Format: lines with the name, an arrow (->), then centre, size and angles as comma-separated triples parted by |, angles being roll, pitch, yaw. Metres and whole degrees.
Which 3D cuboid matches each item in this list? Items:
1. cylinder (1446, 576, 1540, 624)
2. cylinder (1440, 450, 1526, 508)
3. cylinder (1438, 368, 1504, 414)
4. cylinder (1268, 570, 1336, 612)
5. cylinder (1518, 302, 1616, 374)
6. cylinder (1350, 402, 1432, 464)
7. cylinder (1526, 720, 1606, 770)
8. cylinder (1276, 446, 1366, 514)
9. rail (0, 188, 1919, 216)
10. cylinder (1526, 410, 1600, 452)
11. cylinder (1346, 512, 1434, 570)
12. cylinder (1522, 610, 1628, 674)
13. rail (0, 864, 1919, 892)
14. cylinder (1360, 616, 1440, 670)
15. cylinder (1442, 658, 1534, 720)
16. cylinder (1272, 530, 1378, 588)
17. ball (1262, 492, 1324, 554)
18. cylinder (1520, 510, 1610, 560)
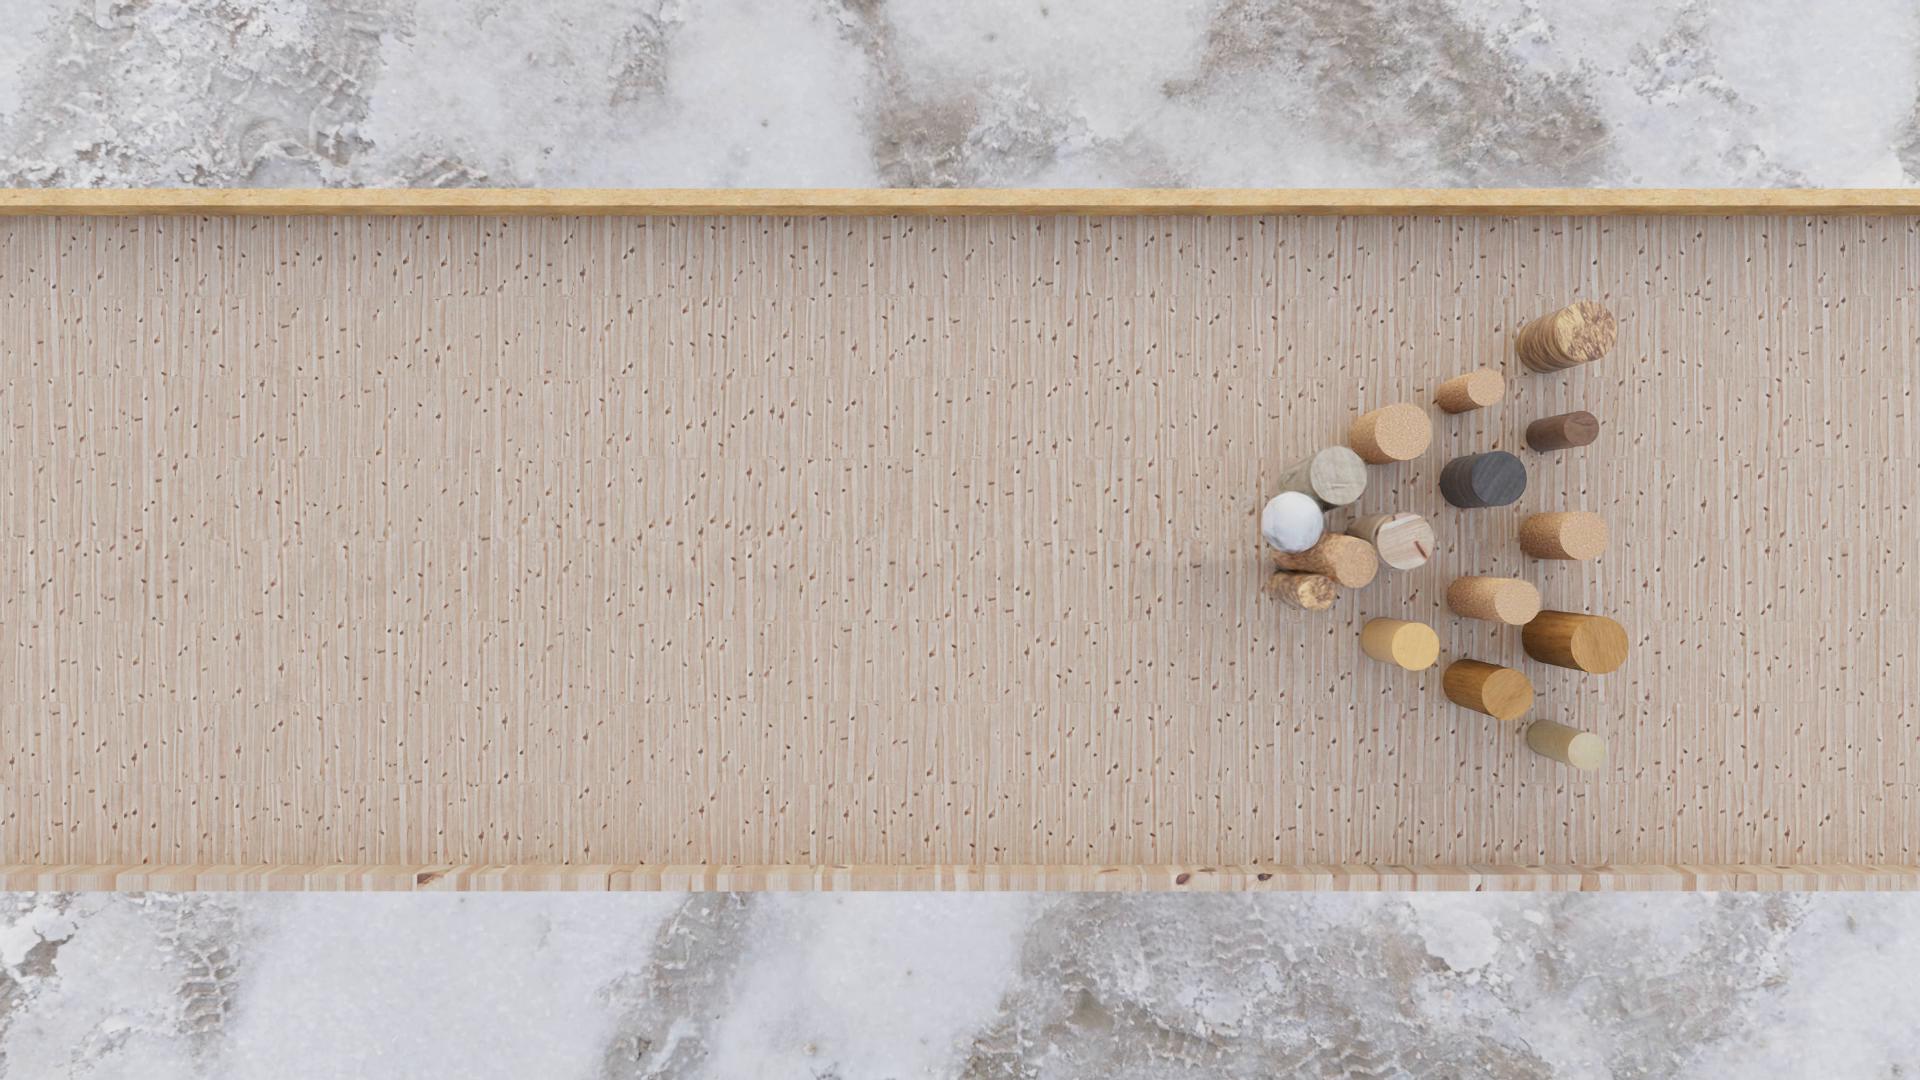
cylinder -> 1.562, 0.174, 4.847 | 0.127, 0.458, 0.127 | 0, 90, 0
cylinder -> 1.556, -0.177, 4.917 | 0.160, 0.318, 0.160 | 0, 90, 0
cylinder -> 1.522, -0.442, 4.924 | 0.108, 0.306, 0.108 | 0, 90, 0
cylinder -> 0.998, 0.145, 4.848 | 0.103, 0.456, 0.103 | 0, 91, 0
cylinder -> 1.801, -0.600, 4.908 | 0.175, 0.337, 0.175 | 0, 90, 0
cylinder -> 1.284, -0.315, 4.924 | 0.166, 0.305, 0.166 | 0, 90, 0
cylinder -> 1.798, 0.607, 4.903 | 0.109, 0.347, 0.109 | 0, 90, 0
cylinder -> 1.072, -0.168, 4.911 | 0.171, 0.305, 0.171 | 1, 83, -8
rail -> -2.247, -1.025, 5.002 | 12.000, 0.150, 0.050 | 0, 90, 0
cylinder -> 1.792, -0.322, 4.917 | 0.103, 0.320, 0.103 | 0, 90, 0
cylinder -> 1.269, 0.003, 4.891 | 0.164, 0.367, 0.164 | 0, 90, -1
cylinder -> 1.810, 0.298, 4.872 | 0.165, 0.410, 0.165 | 0, 90, 0
rail -> -2.247, 1.025, 5.001 | 12.000, 0.150, 0.050 | 0, 90, 0
cylinder -> 1.302, 0.305, 4.895 | 0.137, 0.363, 0.137 | 0, 90, 0
cylinder -> 1.560, 0.439, 4.887 | 0.148, 0.380, 0.148 | 0, 90, 0
cylinder -> 1.077, 0.042, 4.886 | 0.142, 0.353, 0.142 | -3, 99, -19
ball -> 0.967, -0.051, 4.796 | 0.180, 0.180, 0.180 | 0, 90, 0
cylinder -> 1.794, -0.013, 4.908 | 0.142, 0.337, 0.142 | 0, 90, 0
